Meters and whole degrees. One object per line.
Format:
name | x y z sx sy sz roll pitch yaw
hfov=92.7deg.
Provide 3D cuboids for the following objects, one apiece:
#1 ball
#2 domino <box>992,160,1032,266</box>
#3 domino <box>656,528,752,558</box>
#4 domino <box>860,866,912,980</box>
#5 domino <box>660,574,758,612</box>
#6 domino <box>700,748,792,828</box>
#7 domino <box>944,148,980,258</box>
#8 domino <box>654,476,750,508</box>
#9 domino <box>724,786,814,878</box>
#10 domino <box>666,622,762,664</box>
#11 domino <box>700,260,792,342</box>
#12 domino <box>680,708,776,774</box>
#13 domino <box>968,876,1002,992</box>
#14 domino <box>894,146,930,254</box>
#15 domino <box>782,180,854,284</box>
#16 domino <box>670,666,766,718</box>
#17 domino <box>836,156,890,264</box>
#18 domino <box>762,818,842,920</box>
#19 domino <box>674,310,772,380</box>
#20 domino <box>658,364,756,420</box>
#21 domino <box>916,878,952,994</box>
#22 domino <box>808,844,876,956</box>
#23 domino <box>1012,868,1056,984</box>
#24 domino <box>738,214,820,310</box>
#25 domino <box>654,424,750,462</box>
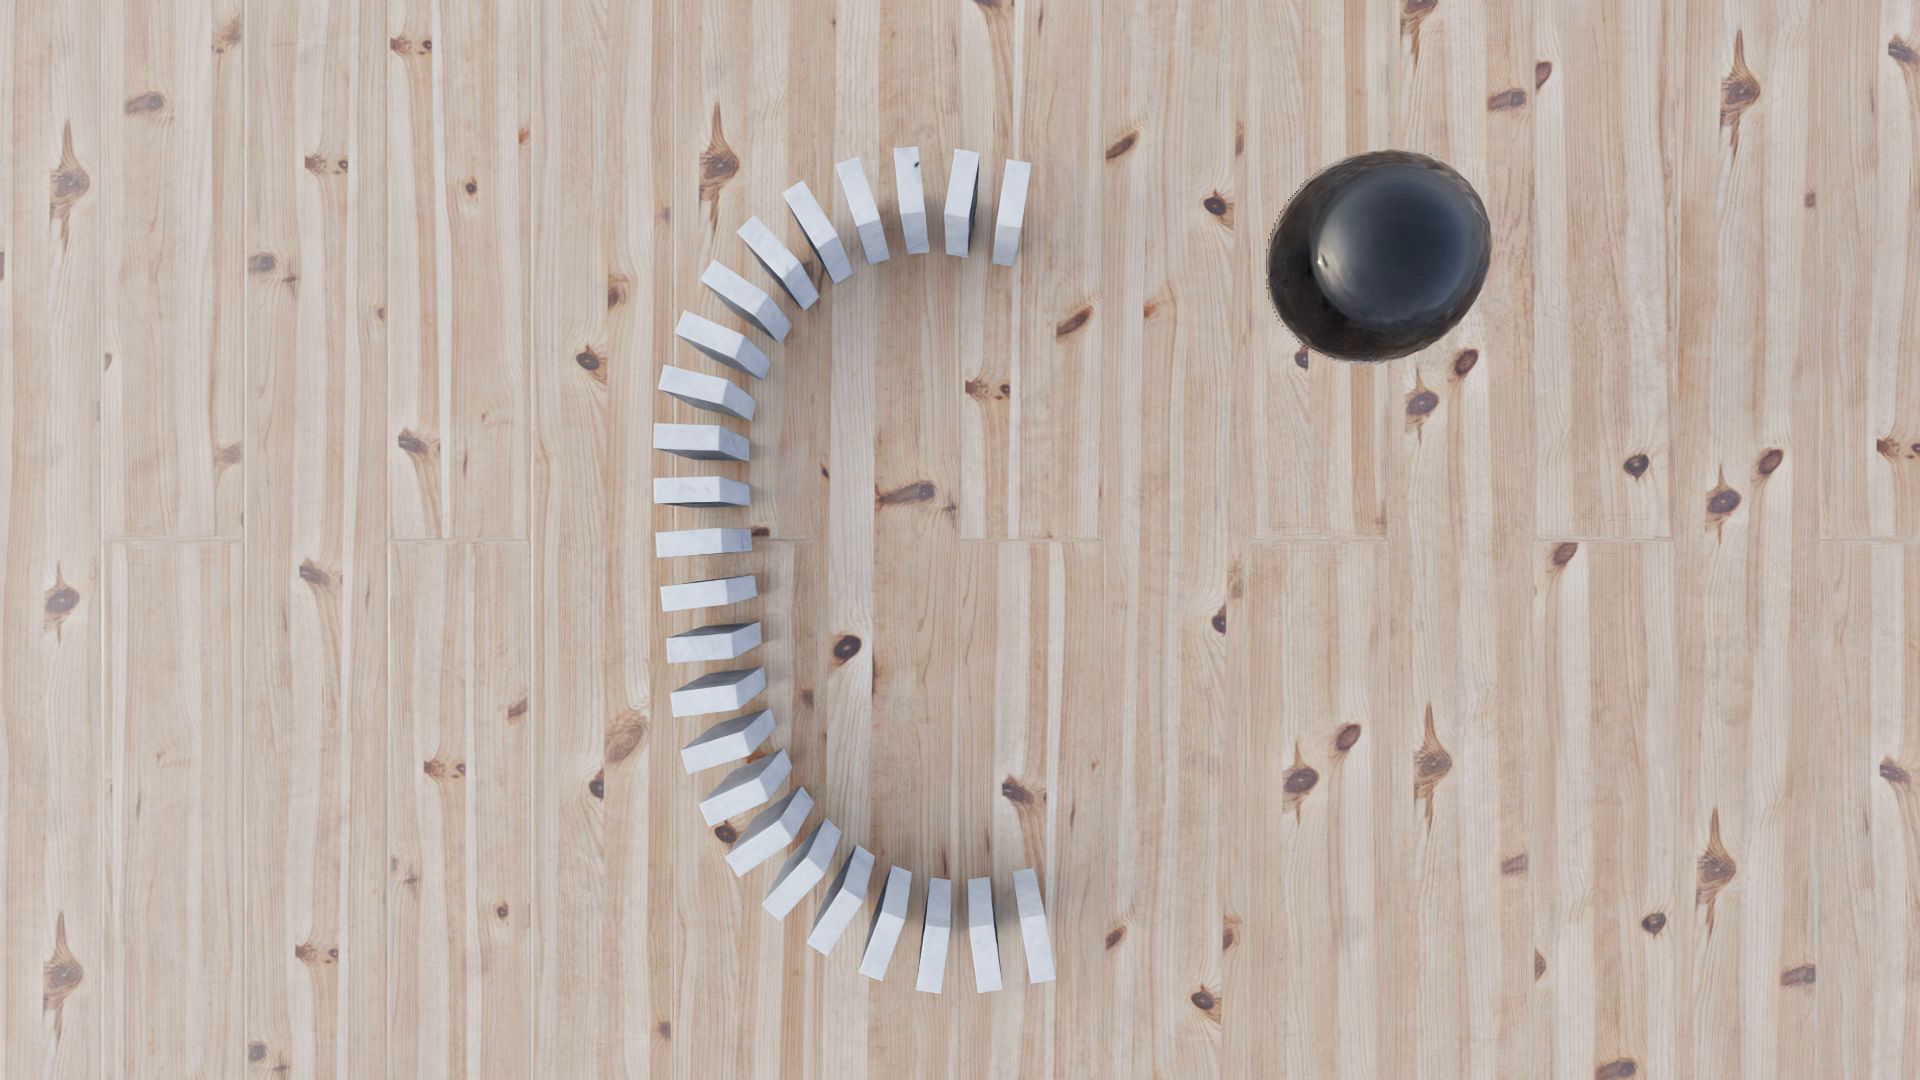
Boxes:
ball | 0.163 -0.110 0.360 0.080 0.080 0.080 0 90 0
domino | 0.021 -0.132 0.375 0.009 0.050 0.025 9 90 0
domino | -0.104 0.001 0.375 0.025 0.050 0.009 -4 90 0
domino | -0.030 0.155 0.375 0.010 0.050 0.025 21 90 0
domino | -0.101 0.021 0.375 0.025 0.050 0.010 -7 90 0
domino | -0.086 0.100 0.375 0.025 0.050 0.010 -24 90 0
domino | 0.001 -0.136 0.375 0.009 0.050 0.025 10 90 0
domino | -0.104 -0.019 0.375 0.025 0.050 0.010 -2 90 0
domino | -0.077 0.118 0.375 0.025 0.050 0.010 -34 90 0
domino | -0.099 0.041 0.375 0.025 0.050 0.009 -4 90 0
domino | -0.086 -0.097 0.375 0.025 0.050 0.010 33 90 0
domino | -0.093 0.081 0.375 0.025 0.050 0.010 -17 90 0
domino | 0.010 0.160 0.375 0.009 0.050 0.025 -8 90 0
domino | -0.019 -0.138 0.375 0.010 0.050 0.025 -6 90 0
domino | -0.057 -0.124 0.375 0.010 0.050 0.025 -32 90 0
domino | -0.098 0.062 0.375 0.025 0.050 0.009 -7 90 0
domino | -0.039 -0.133 0.375 0.009 0.050 0.025 -19 90 0
domino | -0.064 0.133 0.375 0.009 0.050 0.025 44 90 0
domino | -0.096 -0.079 0.375 0.025 0.050 0.009 23 90 0
domino | -0.102 -0.059 0.375 0.025 0.050 0.009 13 90 0
domino | -0.010 0.160 0.375 0.010 0.050 0.025 8 90 0
domino | -0.048 0.146 0.375 0.009 0.050 0.025 33 90 0
domino | 0.030 0.156 0.375 0.009 0.050 0.025 -10 90 0
domino | -0.073 -0.112 0.375 0.010 0.050 0.025 -44 90 0
domino | -0.105 -0.039 0.375 0.025 0.050 0.010 2 90 0
